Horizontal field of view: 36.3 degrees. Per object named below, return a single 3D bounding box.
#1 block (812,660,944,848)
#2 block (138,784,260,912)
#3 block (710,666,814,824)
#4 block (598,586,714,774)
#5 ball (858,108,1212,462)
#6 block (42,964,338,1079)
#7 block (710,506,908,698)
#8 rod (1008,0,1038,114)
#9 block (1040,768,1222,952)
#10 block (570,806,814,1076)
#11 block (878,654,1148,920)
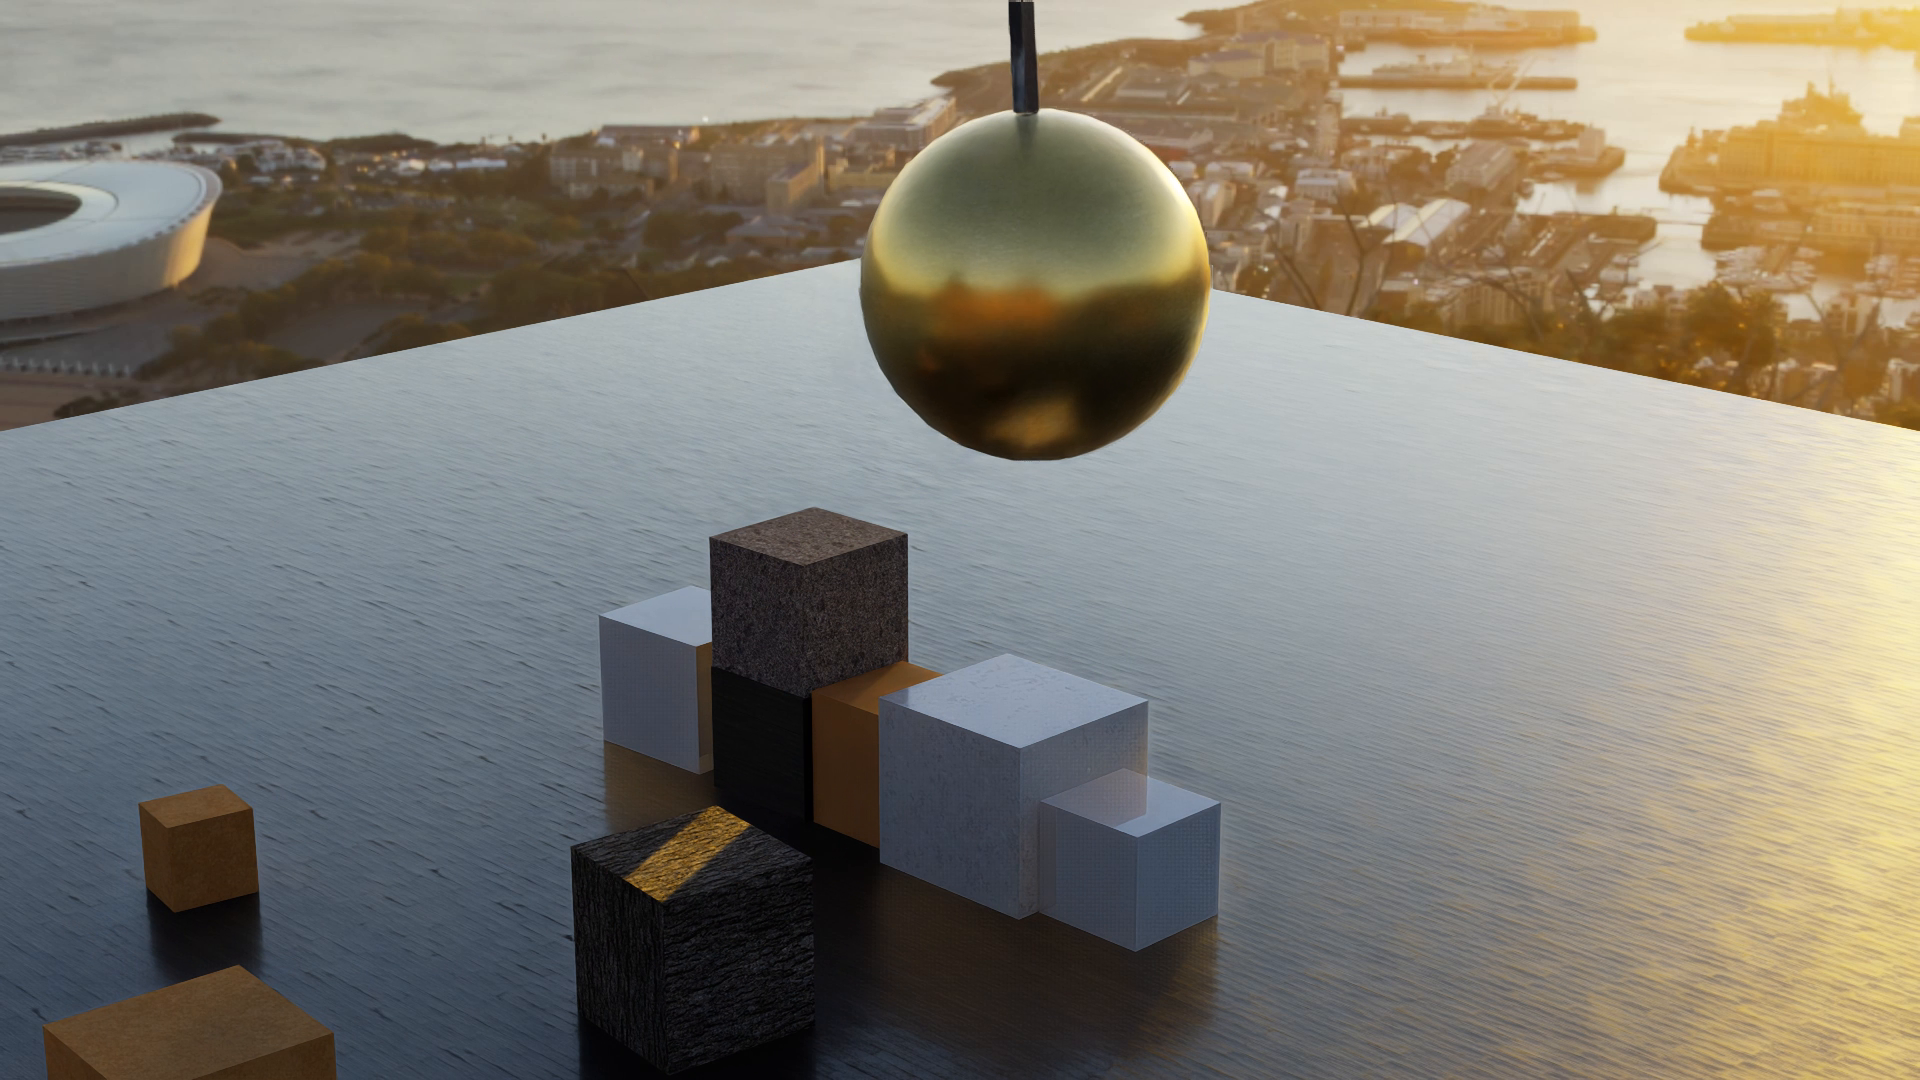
[{"bbox_3d":[-0.292,1.027,13.961,0.562,0.668,0.597,17,24,42],"label":"block"},{"bbox_3d":[-3.438,1.389,13.246,0.398,0.407,0.353,-12,21,-33],"label":"block"},{"bbox_3d":[-0.742,0.914,14.389,0.664,0.629,0.672,17,24,42],"label":"block"},{"bbox_3d":[-1.351,0.704,14.977,0.719,0.677,0.643,15,23,40],"label":"block"},{"bbox_3d":[0.341,-1.157,13.335,1.600,1.600,1.600,0,17,0],"label":"ball"},{"bbox_3d":[-2.743,2.081,10.522,0.764,0.721,0.719,-14,22,-38],"label":"block"},{"bbox_3d":[-0.729,0.291,14.224,0.654,0.658,0.696,16,23,41],"label":"block"},{"bbox_3d":[0.148,-4.332,12.135,0.080,5.200,0.080,17,29,42],"label":"rod"},{"bbox_3d":[0.750,1.406,12.977,0.550,0.535,0.574,-17,24,-42],"label":"block"},{"bbox_3d":[-1.088,1.617,11.960,0.705,0.743,0.702,-13,22,-36],"label":"block"},{"bbox_3d":[0.243,1.110,13.454,0.894,0.814,0.842,17,24,42],"label":"block"}]
